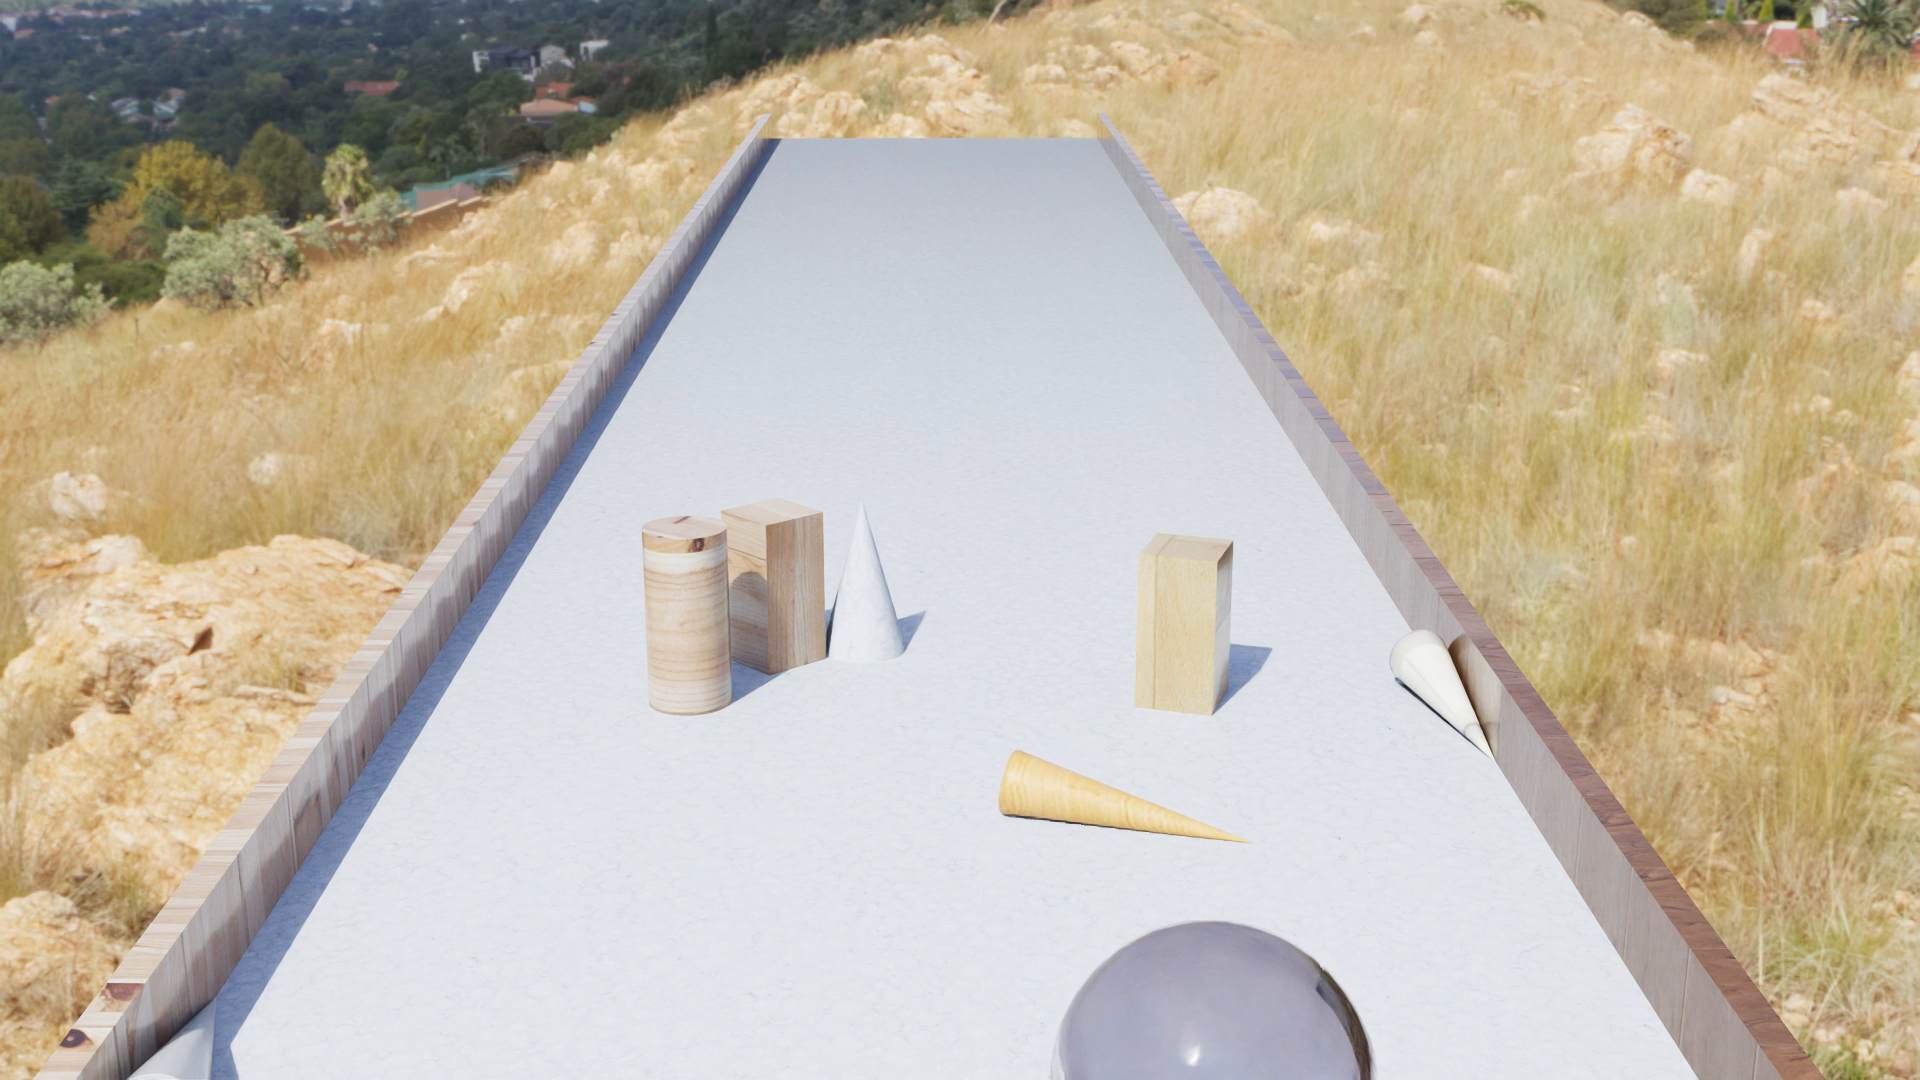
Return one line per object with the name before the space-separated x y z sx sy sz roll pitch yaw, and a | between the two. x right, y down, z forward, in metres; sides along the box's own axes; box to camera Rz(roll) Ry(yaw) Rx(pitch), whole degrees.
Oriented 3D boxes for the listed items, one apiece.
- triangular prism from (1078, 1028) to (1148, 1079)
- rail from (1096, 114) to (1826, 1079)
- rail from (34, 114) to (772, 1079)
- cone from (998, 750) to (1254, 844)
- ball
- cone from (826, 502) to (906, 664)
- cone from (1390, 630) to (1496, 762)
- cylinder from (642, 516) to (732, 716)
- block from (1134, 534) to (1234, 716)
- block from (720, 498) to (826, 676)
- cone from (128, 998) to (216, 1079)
triangular prism | 0.116 0.716 2.592 0.141 0.122 0.392 8 18 25
rail | 0.932 -0.844 7.801 0.050 0.150 12.000 0 17 -1
rail | -1.118 -0.838 7.780 0.050 0.150 12.000 0 17 -1
cone | 0.283 0.448 3.623 0.427 0.109 0.109 13 19 15
ball | 0.286 0.620 2.490 0.373 0.373 0.373 0 17 0
cone | -0.196 0.070 4.435 0.172 0.317 0.172 0 17 0
cone | 0.919 0.311 4.081 0.116 0.116 0.411 -2 25 -8
cylinder | -0.514 0.142 4.145 0.158 0.345 0.158 0 17 0
block | 0.425 0.158 4.164 0.149 0.303 0.149 5 17 18
block | -0.371 0.091 4.382 0.144 0.307 0.144 -15 22 -40
cone | -1.006 0.671 2.865 0.123 0.123 0.439 -3 9 -9
